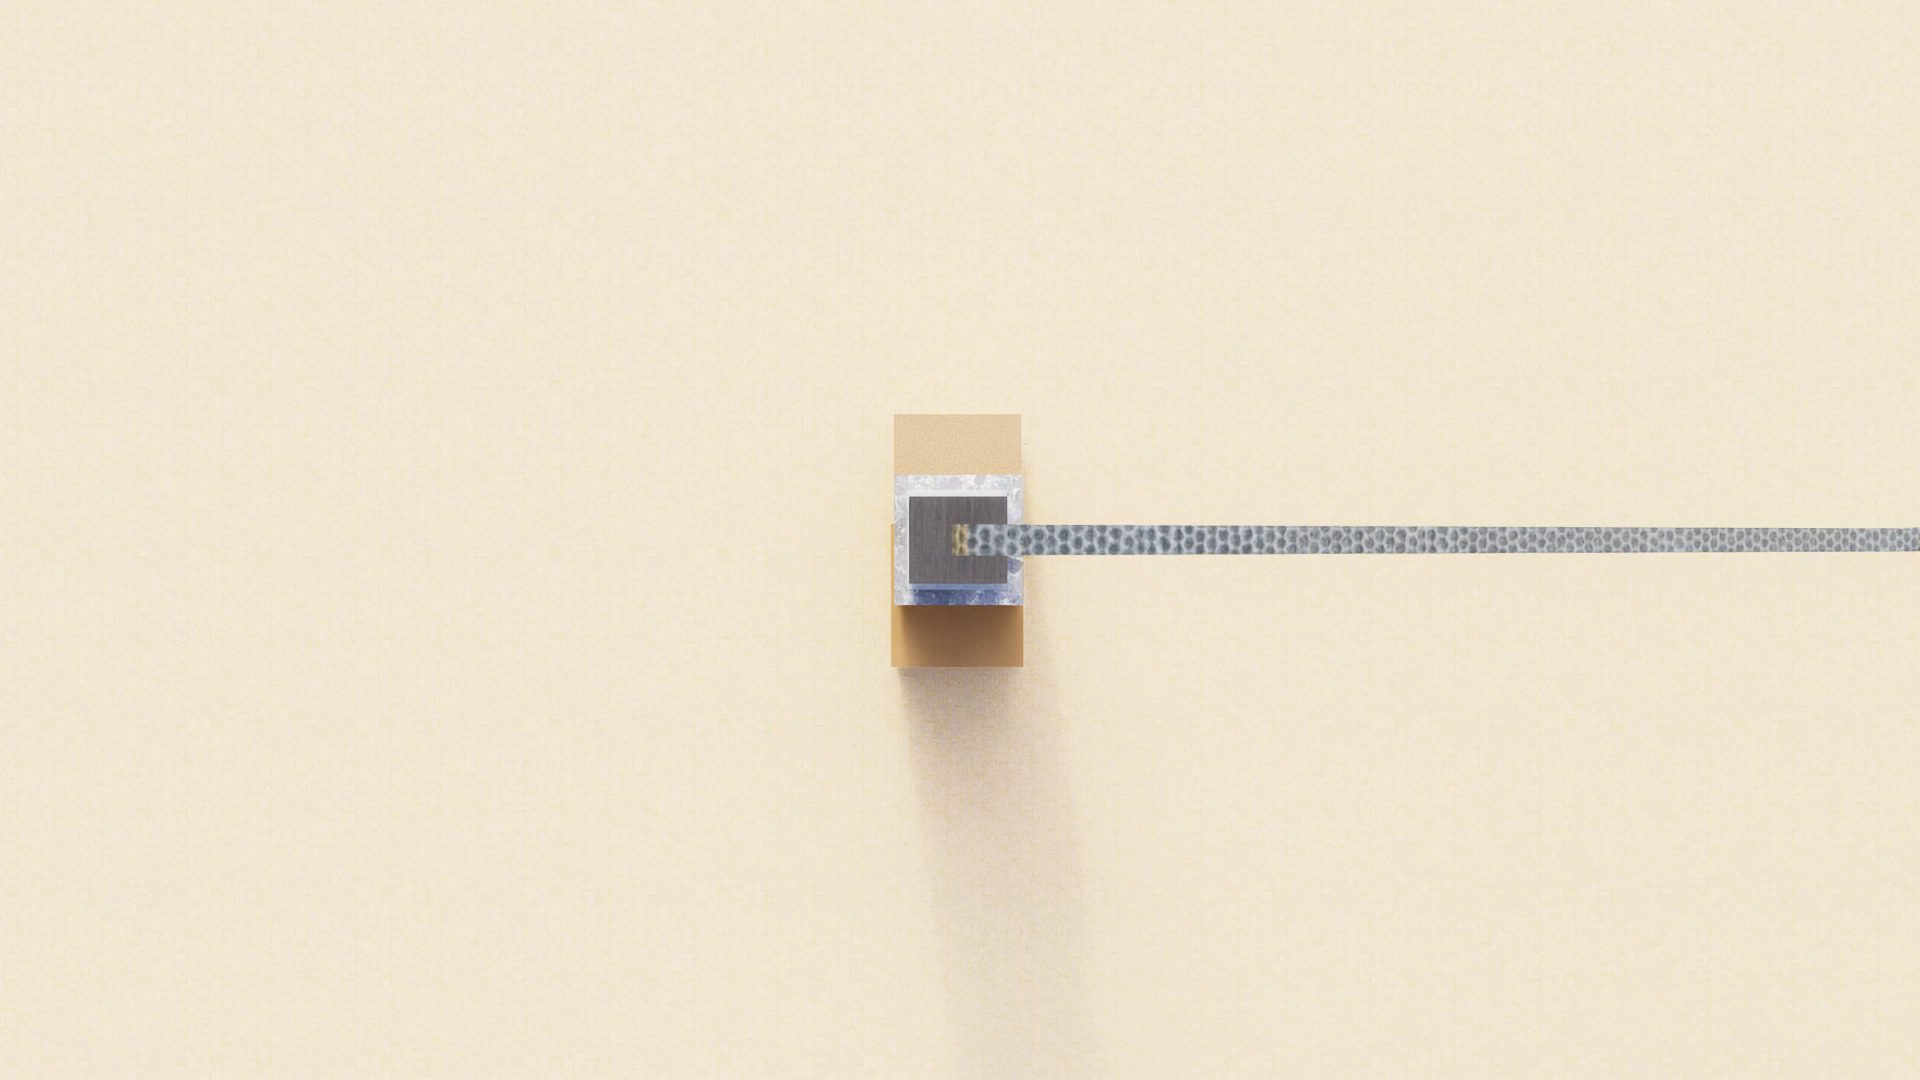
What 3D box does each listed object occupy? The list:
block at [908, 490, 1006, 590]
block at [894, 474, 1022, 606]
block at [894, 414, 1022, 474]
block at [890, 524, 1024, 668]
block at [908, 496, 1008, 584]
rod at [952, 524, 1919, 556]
[{"bbox_3d":[-0.017,0.000,11.310,0.501,0.424,0.500,0,90,0],"label":"block"},{"bbox_3d":[-0.007,0.000,11.857,0.672,0.670,0.682,0,90,0],"label":"block"},{"bbox_3d":[-0.014,-0.401,12.657,0.713,0.686,0.606,0,90,0],"label":"block"},{"bbox_3d":[-0.016,0.308,12.596,0.735,0.808,0.792,0,90,0],"label":"block"},{"bbox_3d":[-0.009,0.000,10.896,0.480,0.405,0.426,0,90,0],"label":"block"},{"bbox_3d":[2.234,0.000,6.946,5.200,0.080,0.080,0,90,-31],"label":"rod"}]
